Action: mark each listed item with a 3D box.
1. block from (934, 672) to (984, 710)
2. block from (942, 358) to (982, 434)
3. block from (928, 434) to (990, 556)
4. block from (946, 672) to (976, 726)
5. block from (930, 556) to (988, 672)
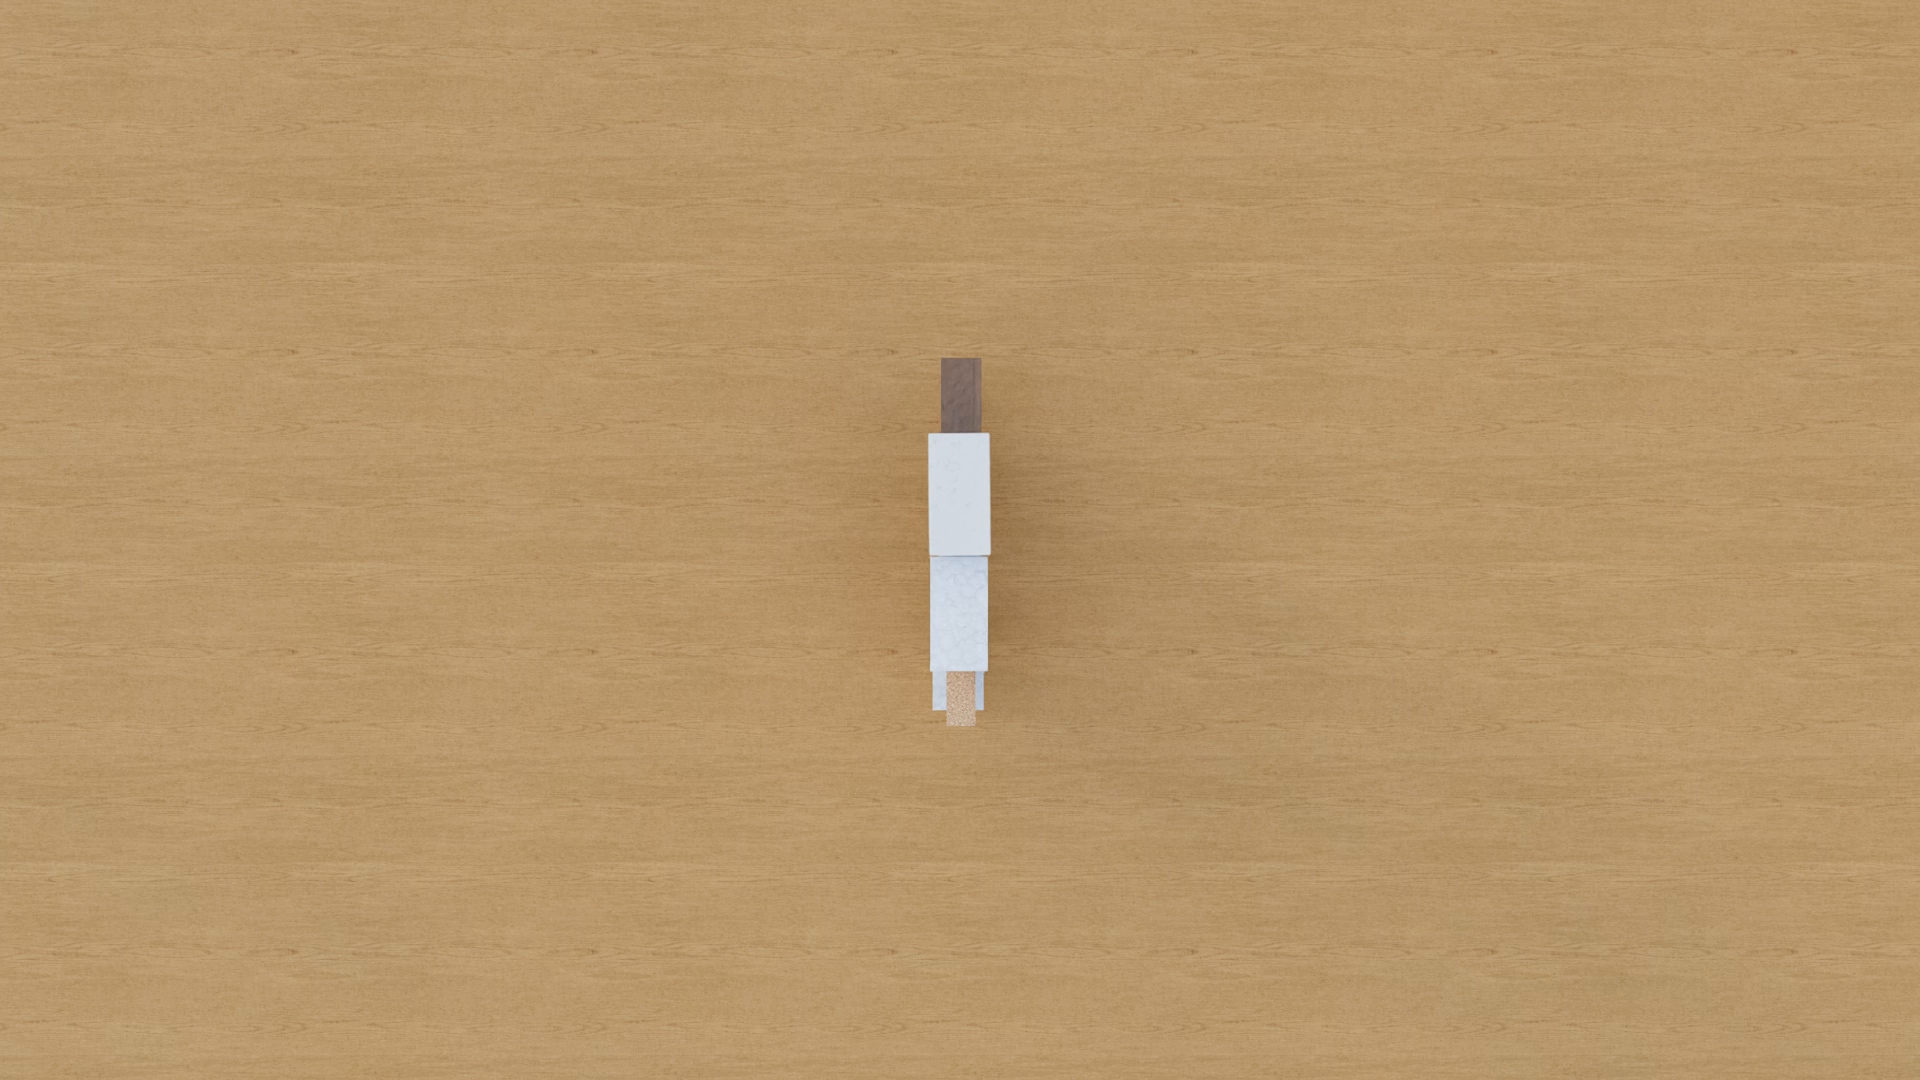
[{"bbox_3d":[-0.005,0.356,4.927,0.151,0.043,0.301,0,90,0],"label":"block"},{"bbox_3d":[0.004,-0.414,4.827,0.118,0.033,0.236,0,90,0],"label":"block"},{"bbox_3d":[-0.002,-0.124,4.507,0.166,0.047,0.331,-1,88,0],"label":"block"},{"bbox_3d":[0.003,0.449,4.729,0.083,0.023,0.166,0,90,0],"label":"block"},{"bbox_3d":[-0.003,0.203,4.567,0.158,0.045,0.316,0,90,0],"label":"block"}]
